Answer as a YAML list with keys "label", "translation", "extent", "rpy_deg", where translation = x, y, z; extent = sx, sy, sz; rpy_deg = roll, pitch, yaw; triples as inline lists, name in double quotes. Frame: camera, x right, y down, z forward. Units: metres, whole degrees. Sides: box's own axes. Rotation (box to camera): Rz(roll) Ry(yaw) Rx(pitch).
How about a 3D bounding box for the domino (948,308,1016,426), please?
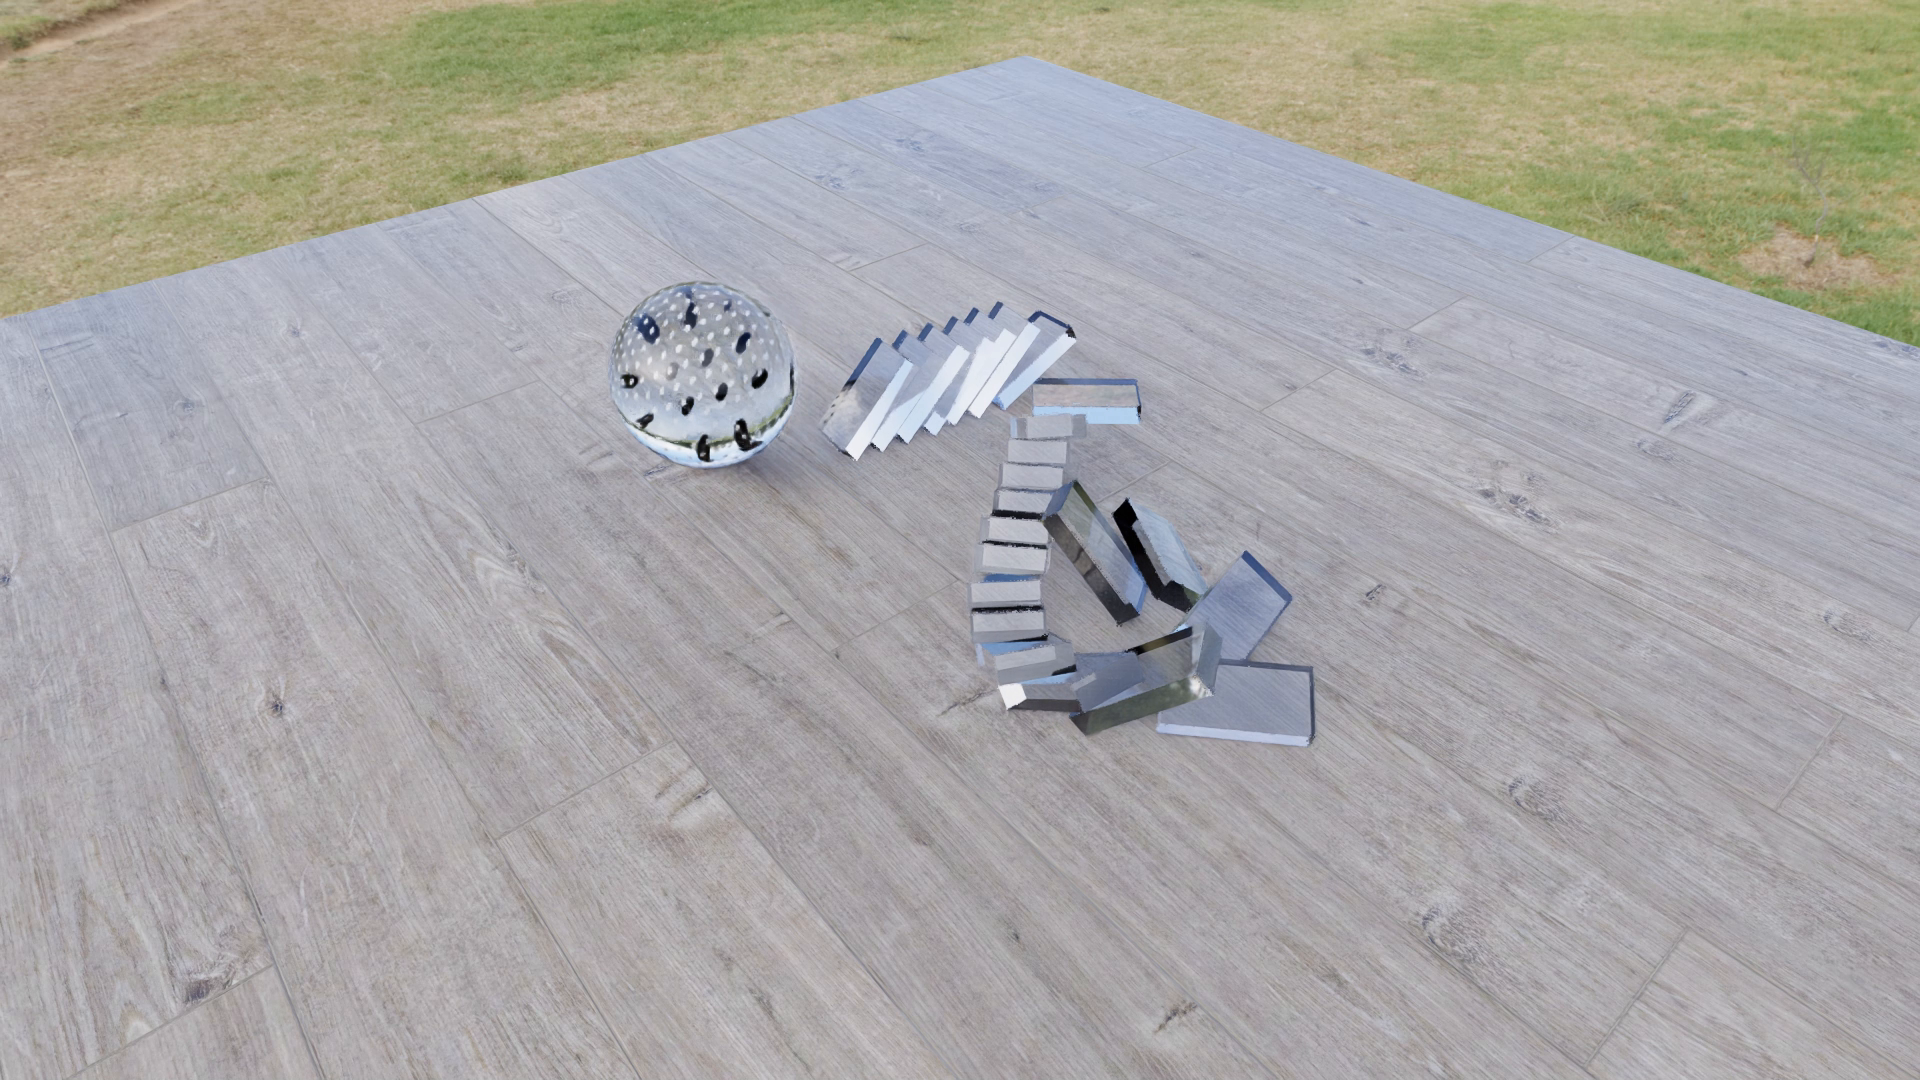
- label: "domino"
  translation: [0.002, -0.082, 0.517]
  extent: [0.010, 0.050, 0.025]
  rpy_deg: [24, 14, -49]

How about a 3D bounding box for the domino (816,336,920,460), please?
- label: "domino"
  translation: [-0.042, -0.064, 0.495]
  extent: [0.009, 0.050, 0.025]
  rpy_deg: [25, 14, -48]

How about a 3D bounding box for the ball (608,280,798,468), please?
- label: "ball"
  translation: [-0.110, -0.071, 0.474]
  extent: [0.080, 0.080, 0.080]
  rpy_deg: [0, 39, 0]

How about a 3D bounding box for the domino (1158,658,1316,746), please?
- label: "domino"
  translation: [0.093, 0.054, 0.371]
  extent: [0.050, 0.010, 0.025]
  rpy_deg: [5, 62, 6]

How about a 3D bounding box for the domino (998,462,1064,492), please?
- label: "domino"
  translation: [0.030, -0.027, 0.455]
  extent: [0.025, 0.010, 0.050]
  rpy_deg: [3, 6, 5]

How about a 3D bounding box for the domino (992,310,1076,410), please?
- label: "domino"
  translation: [0.030, -0.088, 0.534]
  extent: [0.050, 0.010, 0.025]
  rpy_deg: [-44, 49, -9]

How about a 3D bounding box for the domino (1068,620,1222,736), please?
- label: "domino"
  translation: [0.061, 0.046, 0.363]
  extent: [0.050, 0.009, 0.025]
  rpy_deg: [-26, 24, 36]

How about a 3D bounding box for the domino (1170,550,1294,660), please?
- label: "domino"
  translation: [0.100, 0.028, 0.401]
  extent: [0.025, 0.010, 0.050]
  rpy_deg: [46, 51, 5]

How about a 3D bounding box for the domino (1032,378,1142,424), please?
- label: "domino"
  translation: [0.060, -0.067, 0.525]
  extent: [0.050, 0.010, 0.025]
  rpy_deg: [1, 39, 1]

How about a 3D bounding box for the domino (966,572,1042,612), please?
- label: "domino"
  translation: [0.016, 0.018, 0.397]
  extent: [0.025, 0.009, 0.050]
  rpy_deg: [-2, 2, 3]

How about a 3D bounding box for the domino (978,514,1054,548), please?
- label: "domino"
  translation: [0.023, -0.004, 0.426]
  extent: [0.025, 0.009, 0.050]
  rpy_deg: [5, 4, 8]

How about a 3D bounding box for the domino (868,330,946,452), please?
- label: "domino"
  translation: [-0.031, -0.068, 0.500]
  extent: [0.010, 0.050, 0.025]
  rpy_deg: [25, 14, -48]

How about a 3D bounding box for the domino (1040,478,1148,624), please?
- label: "domino"
  translation: [0.051, 0.004, 0.409]
  extent: [0.009, 0.050, 0.025]
  rpy_deg: [-30, 16, 31]

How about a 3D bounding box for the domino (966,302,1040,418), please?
- label: "domino"
  translation: [0.014, -0.086, 0.522]
  extent: [0.009, 0.050, 0.025]
  rpy_deg: [24, 14, -49]

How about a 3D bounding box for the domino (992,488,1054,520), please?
- label: "domino"
  translation: [0.028, -0.016, 0.442]
  extent: [0.025, 0.009, 0.050]
  rpy_deg: [5, 7, 6]

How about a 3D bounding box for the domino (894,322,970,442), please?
- label: "domino"
  translation: [-0.019, -0.072, 0.505]
  extent: [0.010, 0.050, 0.025]
  rpy_deg: [25, 15, -48]

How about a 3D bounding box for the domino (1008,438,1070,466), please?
- label: "domino"
  translation: [0.033, -0.038, 0.469]
  extent: [0.025, 0.010, 0.050]
  rpy_deg: [2, 6, 2]

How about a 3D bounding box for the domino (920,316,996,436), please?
- label: "domino"
  translation: [-0.007, -0.076, 0.510]
  extent: [0.009, 0.050, 0.025]
  rpy_deg: [24, 13, -48]

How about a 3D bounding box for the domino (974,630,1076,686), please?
- label: "domino"
  translation: [0.021, 0.039, 0.372]
  extent: [0.025, 0.009, 0.050]
  rpy_deg: [-10, 2, -7]

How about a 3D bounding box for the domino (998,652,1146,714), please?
- label: "domino"
  translation: [0.036, 0.047, 0.362]
  extent: [0.025, 0.009, 0.050]
  rpy_deg: [-23, 4, -26]

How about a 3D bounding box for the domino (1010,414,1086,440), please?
- label: "domino"
  translation: [0.038, -0.050, 0.484]
  extent: [0.025, 0.010, 0.050]
  rpy_deg: [-4, 7, -5]

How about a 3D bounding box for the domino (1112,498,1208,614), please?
- label: "domino"
  translation: [0.078, 0.007, 0.425]
  extent: [0.025, 0.010, 0.050]
  rpy_deg: [25, 28, -30]

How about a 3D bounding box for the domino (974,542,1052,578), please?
- label: "domino"
  translation: [0.021, 0.006, 0.413]
  extent: [0.025, 0.009, 0.050]
  rpy_deg: [5, 3, 7]

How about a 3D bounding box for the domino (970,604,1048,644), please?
- label: "domino"
  translation: [0.017, 0.028, 0.386]
  extent: [0.025, 0.010, 0.050]
  rpy_deg: [-3, 2, 2]
